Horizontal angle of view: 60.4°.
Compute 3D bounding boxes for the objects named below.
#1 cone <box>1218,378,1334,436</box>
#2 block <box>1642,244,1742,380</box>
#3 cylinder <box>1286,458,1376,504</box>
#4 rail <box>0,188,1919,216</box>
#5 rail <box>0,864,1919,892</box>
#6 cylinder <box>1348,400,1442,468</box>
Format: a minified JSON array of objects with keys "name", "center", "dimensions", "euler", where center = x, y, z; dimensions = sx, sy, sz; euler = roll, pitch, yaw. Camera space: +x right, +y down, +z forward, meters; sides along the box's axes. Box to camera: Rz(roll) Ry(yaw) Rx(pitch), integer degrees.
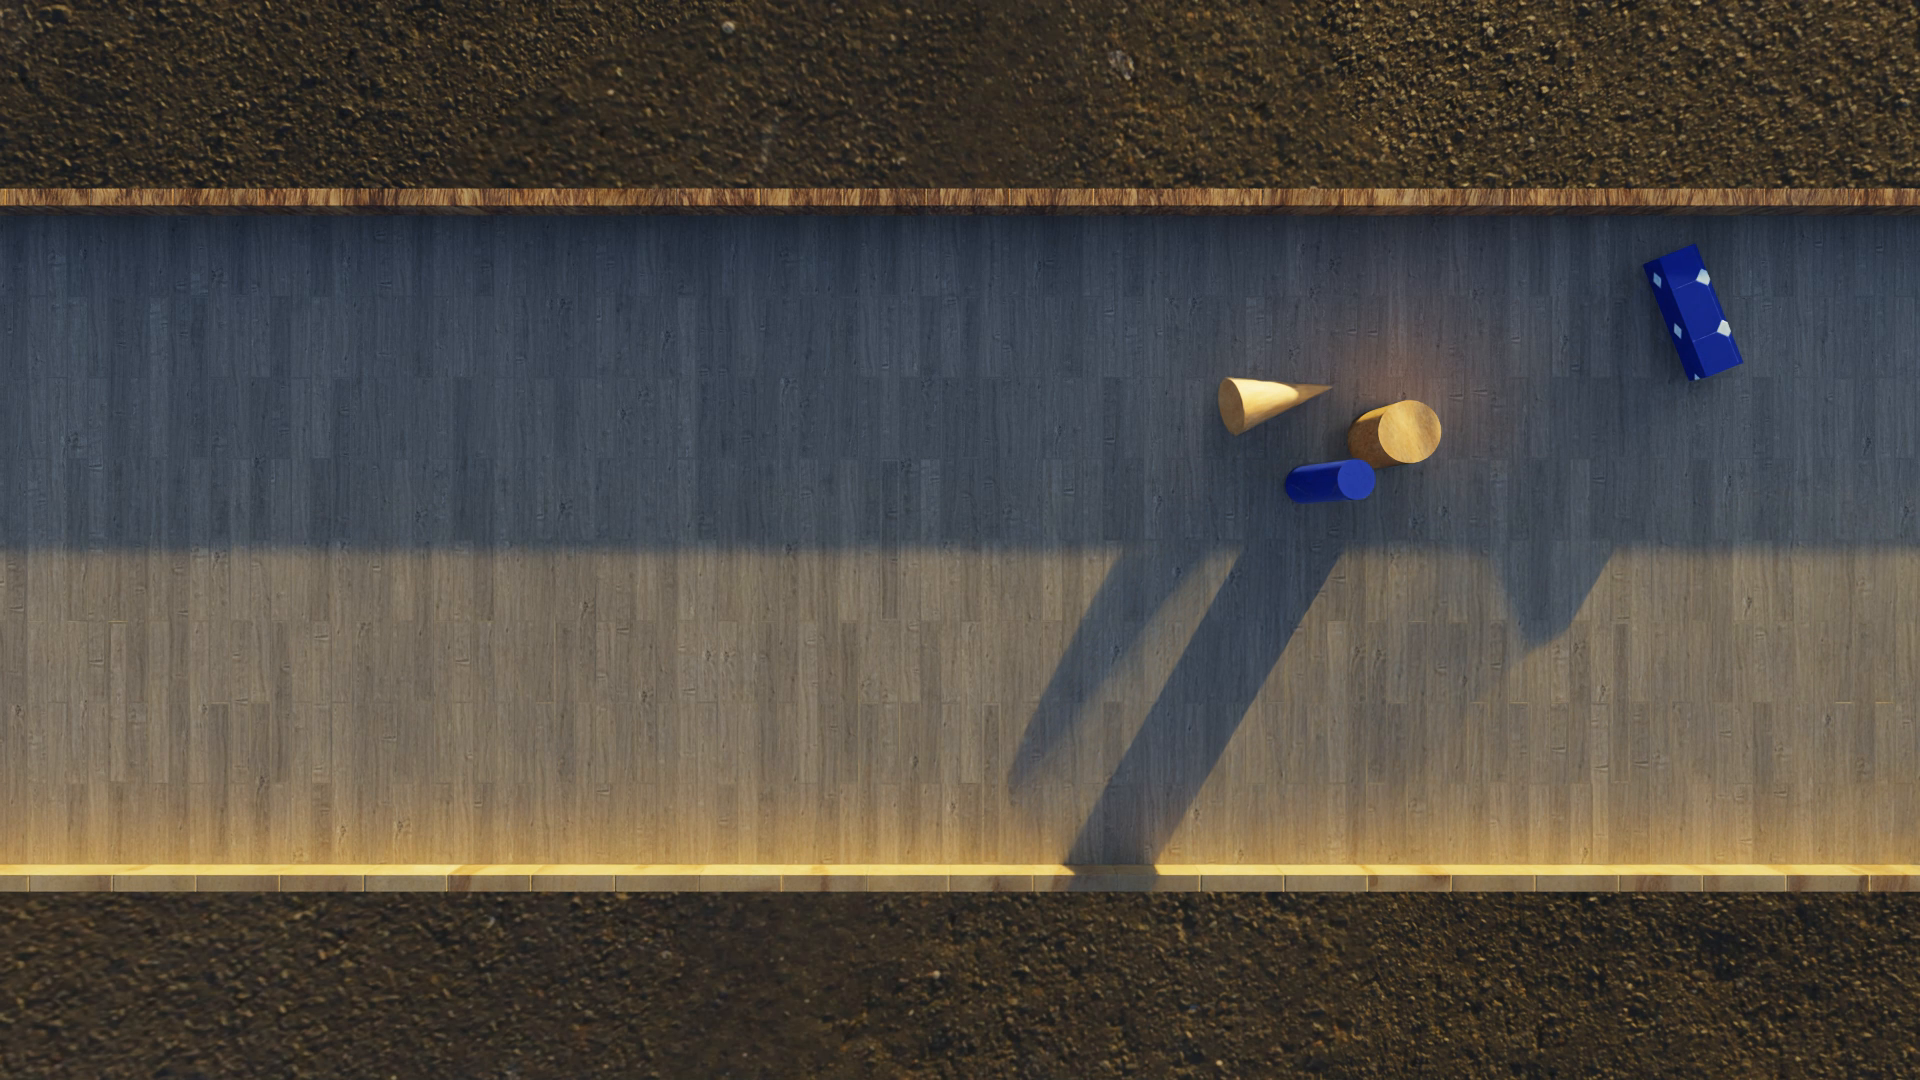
[{"name":"cone","center":[0.986,-0.437,5.034],"dimensions":[0.347,0.175,0.175],"euler":[-12,90,-14]},{"name":"block","center":[2.228,-0.690,5.017],"dimensions":[0.119,0.119,0.387],"euler":[-22,90,0]},{"name":"cylinder","center":[1.091,-0.171,4.879],"dimensions":[0.116,0.379,0.116],"euler":[0,89,-11]},{"name":"rail","center":[-2.247,-1.025,5.002],"dimensions":[12.000,0.150,0.050],"euler":[0,90,0]},{"name":"rail","center":[-2.247,1.025,5.001],"dimensions":[12.000,0.150,0.050],"euler":[0,90,0]},{"name":"cylinder","center":[1.281,-0.309,4.888],"dimensions":[0.179,0.378,0.179],"euler":[0,90,0]}]
